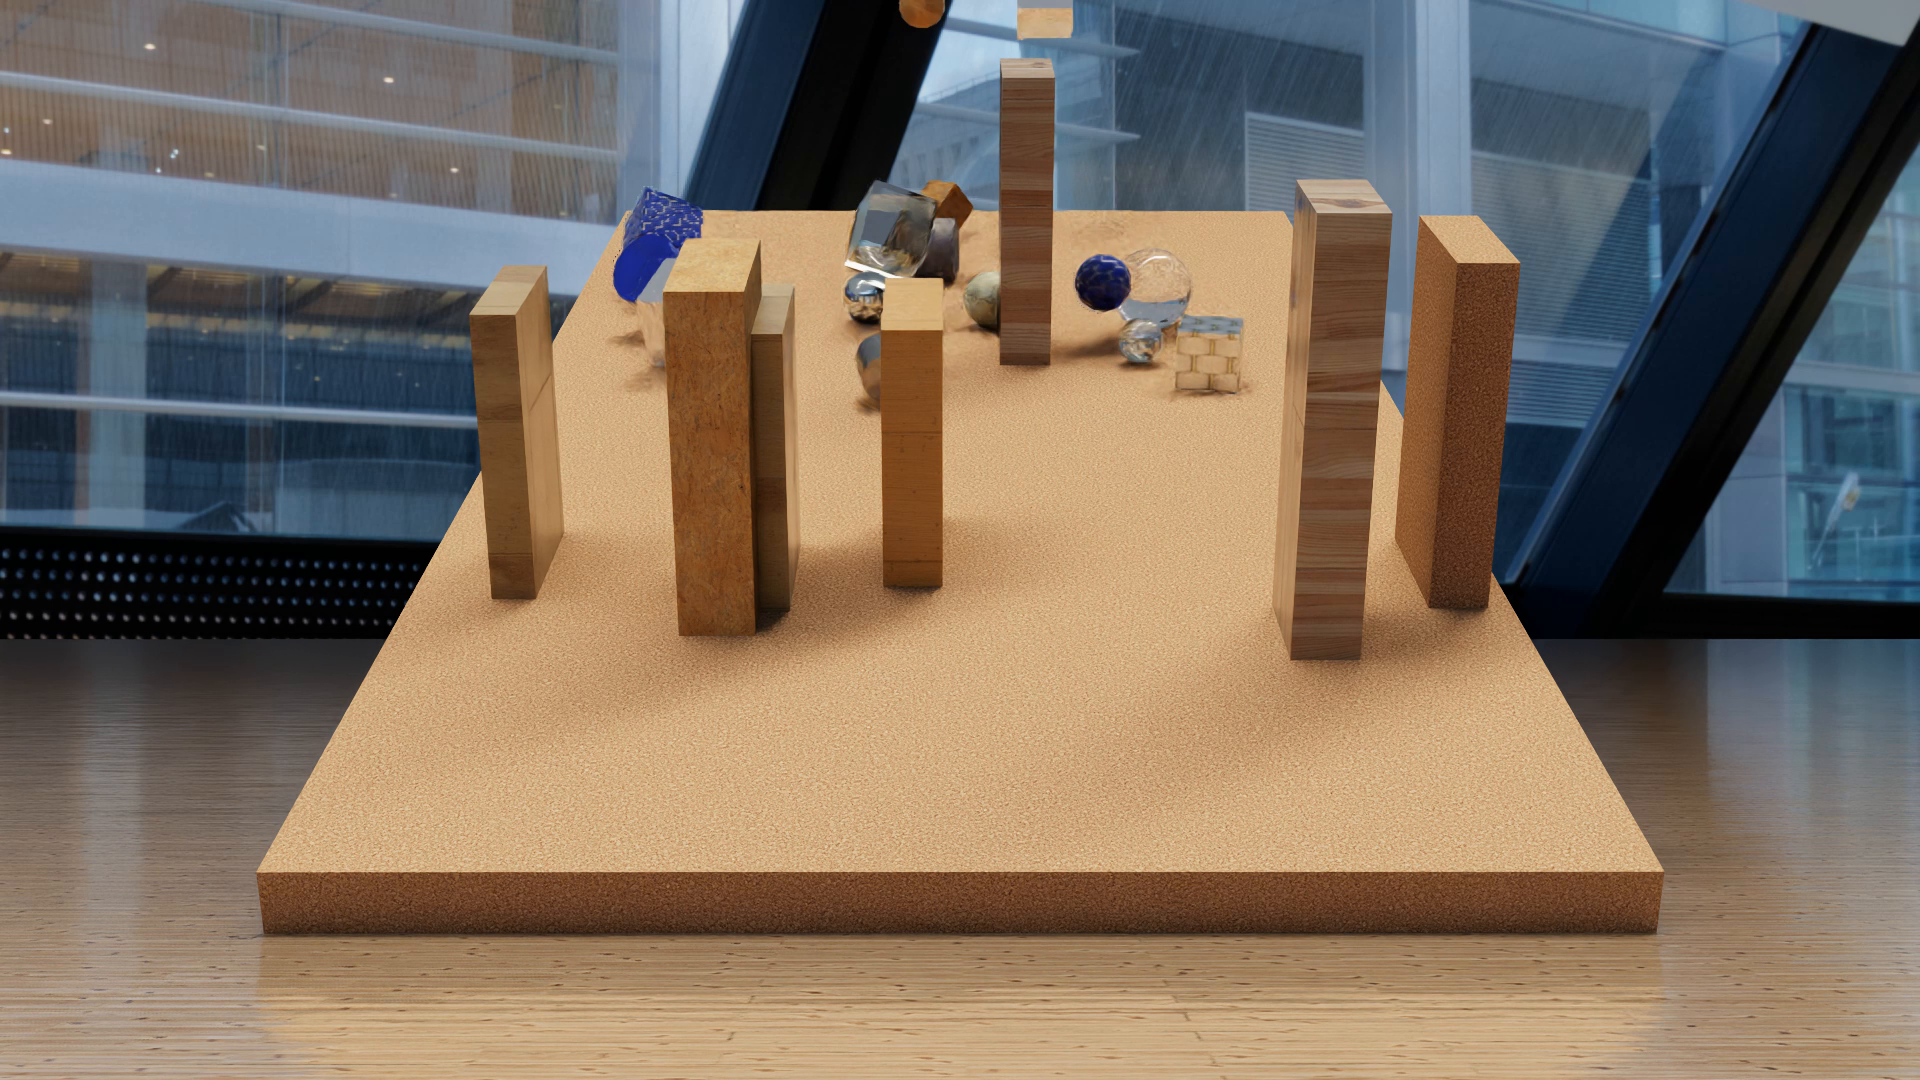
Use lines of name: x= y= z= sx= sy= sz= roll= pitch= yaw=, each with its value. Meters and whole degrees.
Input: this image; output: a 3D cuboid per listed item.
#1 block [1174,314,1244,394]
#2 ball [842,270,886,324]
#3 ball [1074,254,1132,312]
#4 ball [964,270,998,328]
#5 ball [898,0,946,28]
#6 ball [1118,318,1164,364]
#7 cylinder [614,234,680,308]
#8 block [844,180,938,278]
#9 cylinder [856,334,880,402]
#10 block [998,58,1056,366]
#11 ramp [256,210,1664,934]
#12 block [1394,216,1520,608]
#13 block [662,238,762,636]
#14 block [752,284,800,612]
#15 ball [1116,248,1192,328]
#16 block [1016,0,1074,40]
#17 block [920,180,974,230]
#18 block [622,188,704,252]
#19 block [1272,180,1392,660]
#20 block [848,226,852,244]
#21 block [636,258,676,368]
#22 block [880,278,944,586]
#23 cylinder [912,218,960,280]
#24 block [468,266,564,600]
block: x=0.582 y=-0.434 z=5.350 sx=0.142 sy=0.142 sz=0.142 roll=4 pitch=22 yaw=10
ball: x=-0.231 y=-0.615 z=5.812 sx=0.135 sy=0.135 sz=0.135 roll=0 pitch=-2 yaw=0
ball: x=0.352 y=-0.632 z=5.630 sx=0.140 sy=0.140 sz=0.140 roll=0 pitch=-2 yaw=0
ball: x=0.079 y=-0.607 z=5.779 sx=0.142 sy=0.142 sz=0.142 roll=0 pitch=-2 yaw=0
ball: x=-0.117 y=-1.642 z=7.025 sx=0.143 sy=0.143 sz=0.143 roll=0 pitch=-2 yaw=0
ball: x=0.436 y=-0.480 z=5.509 sx=0.109 sy=0.109 sz=0.109 roll=0 pitch=-2 yaw=0
cylinder: x=-0.739 y=-0.641 z=5.714 sx=0.180 sy=0.180 sz=0.180 roll=-1 pitch=-19 yaw=29
block: x=-0.175 y=-0.777 z=5.789 sx=0.169 sy=0.169 sz=0.169 roll=16 pitch=-20 yaw=-13
cylinder: x=-0.172 y=-0.392 z=5.223 sx=0.118 sy=0.118 sz=0.118 roll=0 pitch=28 yaw=-11
block: x=0.157 y=-0.787 z=5.497 sx=0.122 sy=0.688 sz=0.254 roll=0 pitch=22 yaw=0
ramp: x=-0.006 y=-0.219 z=5.131 sx=2.000 sy=0.100 sz=4.000 roll=0 pitch=22 yaw=0
block: x=0.900 y=-0.238 z=4.179 sx=0.107 sy=0.639 sz=0.342 roll=0 pitch=22 yaw=0
block: x=-0.426 y=-0.186 z=4.065 sx=0.134 sy=0.623 sz=0.353 roll=0 pitch=22 yaw=0
block: x=-0.346 y=-0.173 z=4.174 sx=0.080 sy=0.518 sz=0.329 roll=0 pitch=22 yaw=0
ball: x=0.481 y=-0.630 z=5.757 sx=0.205 sy=0.205 sz=0.205 roll=0 pitch=-2 yaw=0
block: x=0.245 y=-1.563 z=6.633 sx=0.158 sy=0.158 sz=0.158 roll=-1 pitch=-20 yaw=1
block: x=-0.051 y=-0.961 z=6.626 sx=0.107 sy=0.107 sz=0.107 roll=15 pitch=-24 yaw=44
block: x=-0.790 y=-0.798 z=6.067 sx=0.162 sy=0.162 sz=0.162 roll=16 pitch=-37 yaw=-21
block: x=0.626 y=-0.201 z=3.895 sx=0.120 sy=0.780 sz=0.240 roll=0 pitch=22 yaw=0
block: x=-0.235 y=-0.819 z=6.362 sx=0.109 sy=0.109 sz=0.109 roll=11 pitch=24 yaw=26
block: x=-0.636 y=-0.539 z=5.477 sx=0.187 sy=0.187 sz=0.187 roll=7 pitch=41 yaw=16
block: x=-0.087 y=-0.207 z=4.299 sx=0.110 sy=0.491 sz=0.351 roll=0 pitch=22 yaw=0
cylinder: x=-0.092 y=-0.789 z=6.208 sx=0.163 sy=0.163 sz=0.163 roll=1 pitch=-2 yaw=6
block: x=-0.812 y=-0.203 z=4.224 sx=0.080 sy=0.536 sz=0.335 roll=0 pitch=22 yaw=0
